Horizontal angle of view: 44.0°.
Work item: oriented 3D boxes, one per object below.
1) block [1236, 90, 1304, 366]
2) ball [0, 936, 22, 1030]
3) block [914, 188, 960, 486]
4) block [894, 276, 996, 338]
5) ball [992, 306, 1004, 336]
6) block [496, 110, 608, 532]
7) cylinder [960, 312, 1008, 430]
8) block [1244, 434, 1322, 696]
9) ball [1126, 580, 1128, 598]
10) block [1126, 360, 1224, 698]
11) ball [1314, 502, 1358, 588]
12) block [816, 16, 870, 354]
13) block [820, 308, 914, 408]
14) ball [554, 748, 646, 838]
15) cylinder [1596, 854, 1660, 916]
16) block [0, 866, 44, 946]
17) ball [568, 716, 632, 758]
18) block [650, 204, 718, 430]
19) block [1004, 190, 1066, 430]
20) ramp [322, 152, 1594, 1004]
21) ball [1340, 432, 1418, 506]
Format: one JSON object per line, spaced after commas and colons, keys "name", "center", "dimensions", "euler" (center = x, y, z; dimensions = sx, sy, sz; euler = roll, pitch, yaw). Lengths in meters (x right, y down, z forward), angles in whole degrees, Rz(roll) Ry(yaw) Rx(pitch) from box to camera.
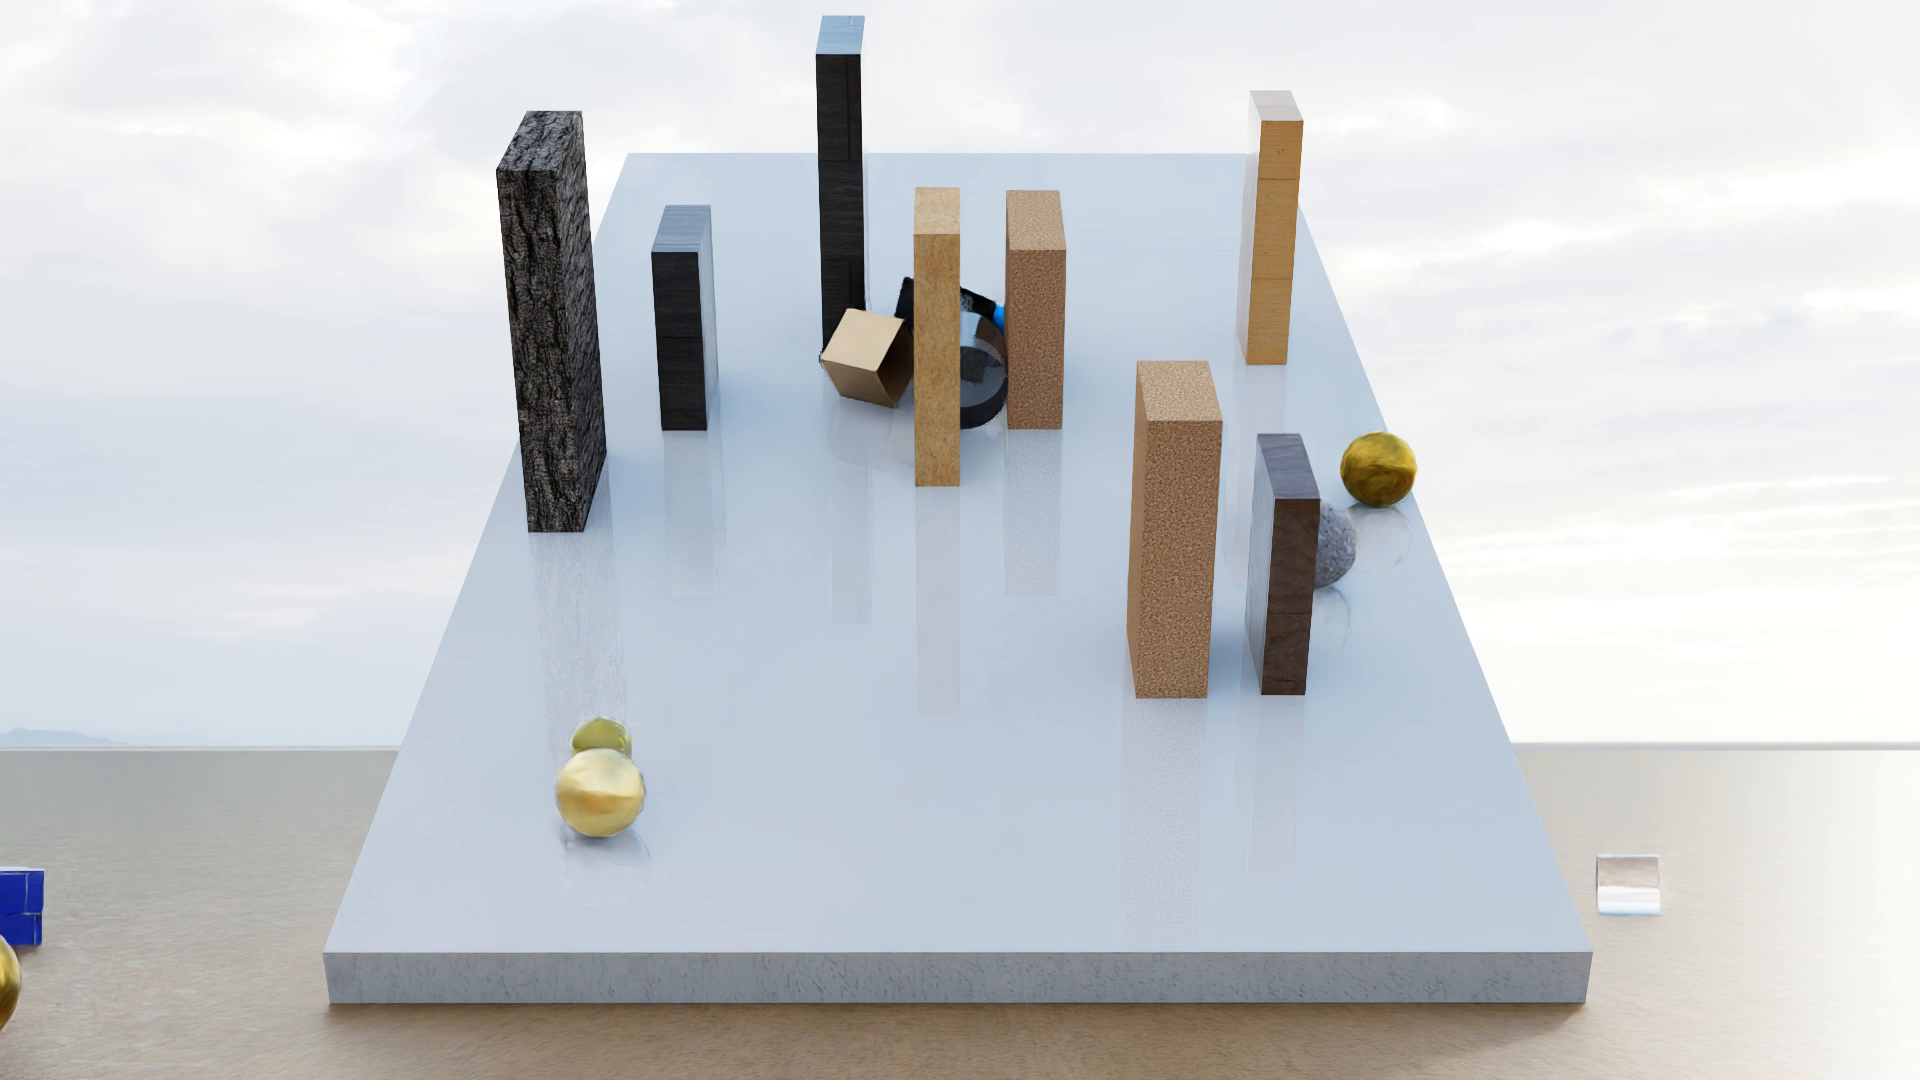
{"name": "block", "center": [0.752, -0.760, 5.795], "dimensions": [0.100, 0.619, 0.243], "euler": [0, 27, 0]}
{"name": "ball", "center": [-1.347, 0.595, 3.167], "dimensions": [0.179, 0.179, 0.179], "euler": [0, -5, 0]}
{"name": "block", "center": [-0.050, -0.446, 5.221], "dimensions": [0.098, 0.585, 0.299], "euler": [0, 27, 0]}
{"name": "block", "center": [-0.043, -0.524, 5.746], "dimensions": [0.168, 0.168, 0.168], "euler": [14, 0, 33]}
{"name": "ball", "center": [0.085, -0.520, 5.870], "dimensions": [0.120, 0.120, 0.120], "euler": [0, -5, 0]}
{"name": "block", "center": [-0.854, -0.460, 5.012], "dimensions": [0.116, 0.797, 0.394], "euler": [0, 27, 0]}
{"name": "cylinder", "center": [0.005, -0.396, 5.533], "dimensions": [0.210, 0.210, 0.210], "euler": [0, 27, 0]}
{"name": "block", "center": [0.603, 0.044, 4.467], "dimensions": [0.082, 0.410, 0.279], "euler": [0, 27, 0]}
{"name": "ball", "center": [0.383, 0.096, 4.687], "dimensions": [0.111, 0.111, 0.111], "euler": [0, -5, 0]}
{"name": "block", "center": [0.394, -0.019, 4.414], "dimensions": [0.132, 0.568, 0.269], "euler": [0, 27, 0]}
{"name": "ball", "center": [0.712, 0.009, 4.789], "dimensions": [0.177, 0.177, 0.177], "euler": [0, -5, 0]}
{"name": "block", "center": [-0.285, -0.872, 5.853], "dimensions": [0.106, 0.759, 0.344], "euler": [0, 27, 0]}
{"name": "block", "center": [-0.208, -0.428, 5.592], "dimensions": [0.152, 0.152, 0.152], "euler": [15, -26, 26]}
{"name": "ball", "center": [-0.606, 0.426, 4.003], "dimensions": [0.151, 0.151, 0.151], "euler": [0, -5, 0]}
{"name": "cylinder", "center": [1.618, 0.835, 5.751], "dimensions": [0.143, 0.143, 0.143], "euler": [-2, -5, 17]}
{"name": "block", "center": [-2.005, 0.761, 4.936], "dimensions": [0.151, 0.151, 0.151], "euler": [4, -6, -37]}
{"name": "ball", "center": [-0.629, 0.365, 4.165], "dimensions": [0.111, 0.111, 0.111], "euler": [0, -5, 0]}
{"name": "block", "center": [-0.636, -0.519, 5.519], "dimensions": [0.105, 0.436, 0.316], "euler": [0, 27, 0]}
{"name": "block", "center": [0.173, -0.544, 5.569], "dimensions": [0.126, 0.439, 0.405], "euler": [0, 27, 0]}
{"name": "ramp", "center": [-0.011, -0.225, 5.539], "dimensions": [2.000, 0.100, 4.000], "euler": [0, 27, 0]}
{"name": "ball", "center": [0.902, -0.153, 5.118], "dimensions": [0.163, 0.163, 0.163], "euler": [0, -5, 0]}
